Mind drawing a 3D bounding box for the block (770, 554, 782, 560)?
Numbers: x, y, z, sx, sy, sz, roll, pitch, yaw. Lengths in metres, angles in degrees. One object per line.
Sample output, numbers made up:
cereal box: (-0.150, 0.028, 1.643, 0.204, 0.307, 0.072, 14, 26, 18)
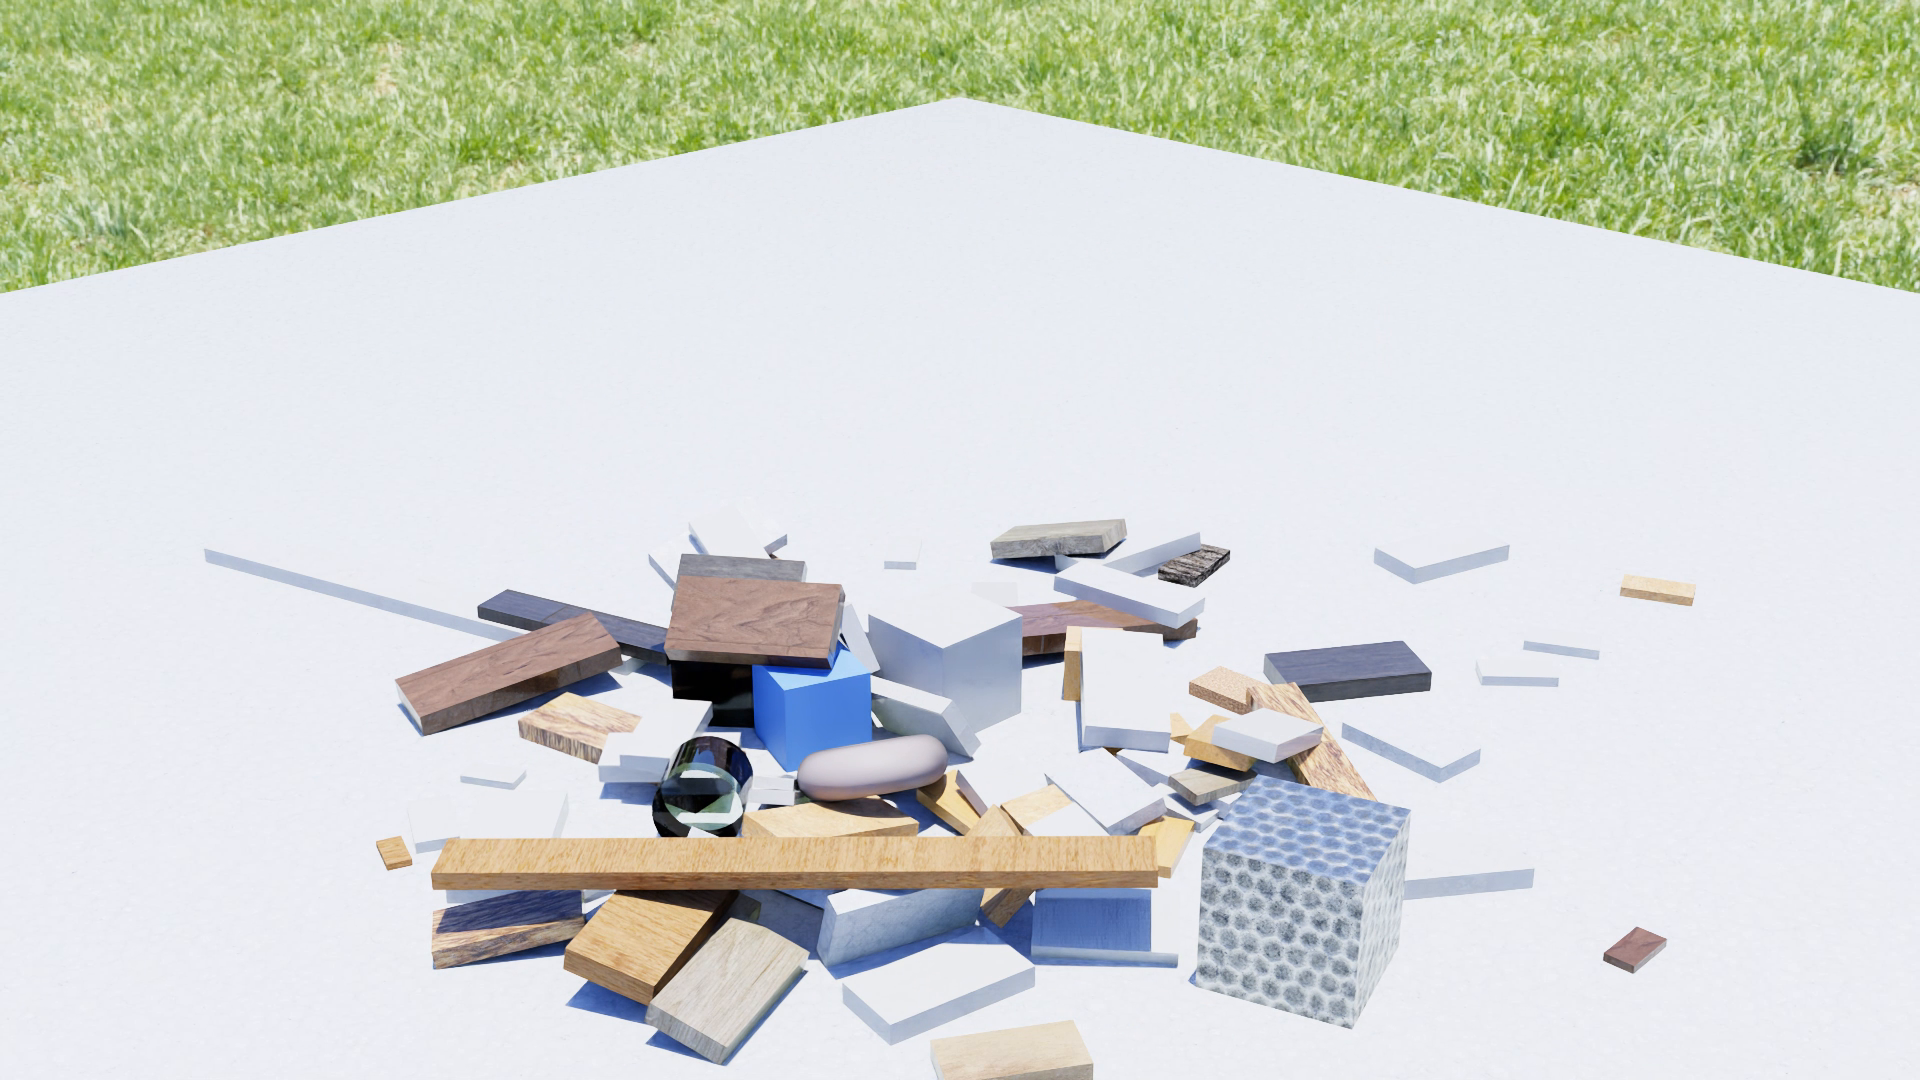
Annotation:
block: (-0.445, 0.162, 5.019, 0.040, 0.280, 0.140, -15, 27, -32)

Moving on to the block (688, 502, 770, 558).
block: (-0.498, 0.029, 4.874, 0.112, 0.032, 0.225, -24, 62, -22)

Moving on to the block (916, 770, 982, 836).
block: (0.019, 0.539, 4.404, 0.102, 0.029, 0.203, -24, 41, -37)

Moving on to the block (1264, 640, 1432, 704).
block: (0.878, 0.300, 4.992, 0.338, 0.048, 0.169, -5, 23, -11)

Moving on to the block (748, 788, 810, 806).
block: (-0.361, 0.514, 4.410, 0.092, 0.026, 0.184, 3, -5, 7)

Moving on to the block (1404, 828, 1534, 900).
block: (0.926, 0.624, 4.233, 0.310, 0.044, 0.155, -4, 23, -9)

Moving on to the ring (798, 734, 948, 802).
ring: (-0.176, 0.459, 4.430, 0.308, 0.103, 0.308, -9, -4, -1)

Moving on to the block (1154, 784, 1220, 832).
block: (0.443, 0.539, 4.438, 0.141, 0.020, 0.071, 23, 29, 30)

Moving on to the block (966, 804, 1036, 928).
block: (0.071, 0.611, 4.143, 0.037, 0.132, 0.265, 40, 4, -24)

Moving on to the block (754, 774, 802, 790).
block: (-0.360, 0.493, 4.479, 0.081, 0.023, 0.163, 4, -4, 10)

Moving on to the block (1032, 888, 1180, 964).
block: (0.266, 0.698, 4.000, 0.265, 0.037, 0.132, 2, 48, 5)

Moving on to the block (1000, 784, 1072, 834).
block: (0.206, 0.585, 4.245, 0.133, 0.038, 0.266, -16, 43, -33)

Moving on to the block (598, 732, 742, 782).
block: (-0.597, 0.448, 4.541, 0.276, 0.039, 0.138, 0, 24, 1)

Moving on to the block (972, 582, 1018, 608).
block: (0.083, 0.146, 5.329, 0.112, 0.032, 0.225, 0, 14, 1)

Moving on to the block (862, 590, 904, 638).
block: (-0.168, 0.196, 5.220, 0.112, 0.032, 0.225, 17, 24, 0)

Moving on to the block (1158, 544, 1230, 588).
block: (0.595, 0.062, 5.577, 0.103, 0.029, 0.206, 13, 26, 29)

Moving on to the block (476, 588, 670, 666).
block: (-0.878, 0.202, 5.144, 0.545, 0.032, 0.113, 12, 26, 26)

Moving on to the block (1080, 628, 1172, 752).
block: (0.350, 0.316, 4.700, 0.178, 0.050, 0.356, 5, 32, -1)

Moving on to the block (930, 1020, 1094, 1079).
block: (0.085, 0.868, 3.670, 0.249, 0.035, 0.125, -5, 24, -12)

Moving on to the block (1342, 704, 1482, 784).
block: (0.961, 0.433, 4.693, 0.133, 0.038, 0.266, -18, 29, -37)

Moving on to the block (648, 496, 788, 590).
block: (-0.541, 0.019, 4.926, 0.280, 0.040, 0.140, -31, 60, -25)

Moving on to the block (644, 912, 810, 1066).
block: (-0.401, 0.774, 3.820, 0.153, 0.043, 0.306, 27, 30, 13)

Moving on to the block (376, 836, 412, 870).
block: (-1.106, 0.612, 4.300, 0.049, 0.014, 0.099, -11, 25, -24)

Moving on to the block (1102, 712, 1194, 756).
block: (0.392, 0.420, 4.733, 0.206, 0.029, 0.103, -7, 24, -16)

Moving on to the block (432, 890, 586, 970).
block: (-0.822, 0.699, 4.014, 0.274, 0.039, 0.137, -12, 25, -7)

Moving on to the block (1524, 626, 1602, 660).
block: (1.415, 0.241, 5.161, 0.172, 0.024, 0.086, 7, 24, 17)

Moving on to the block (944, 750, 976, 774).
block: (-0.008, 0.494, 4.561, 0.102, 0.029, 0.203, -6, 24, -14)

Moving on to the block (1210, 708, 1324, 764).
block: (0.635, 0.401, 4.528, 0.138, 0.039, 0.276, 16, 11, 27)

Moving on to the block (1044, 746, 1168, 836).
block: (0.293, 0.510, 4.454, 0.133, 0.038, 0.266, -26, 28, -17)

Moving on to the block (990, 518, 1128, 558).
block: (0.252, -0.003, 5.603, 0.312, 0.044, 0.156, -4, 14, 28)

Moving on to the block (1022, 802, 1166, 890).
block: (0.253, 0.615, 4.146, 0.132, 0.037, 0.265, -21, 51, -37)

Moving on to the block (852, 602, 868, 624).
block: (-0.244, 0.201, 5.225, 0.078, 0.022, 0.157, 20, 24, 7)

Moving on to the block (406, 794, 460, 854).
block: (-1.052, 0.567, 4.394, 0.086, 0.024, 0.173, -7, 24, -17)

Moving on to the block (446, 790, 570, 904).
block: (-0.880, 0.596, 4.294, 0.172, 0.049, 0.345, 0, 23, 0)

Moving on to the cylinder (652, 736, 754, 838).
cylinder: (-0.505, 0.501, 4.331, 0.177, 0.177, 0.177, 1, 17, 2)

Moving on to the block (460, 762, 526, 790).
block: (-0.972, 0.492, 4.580, 0.122, 0.017, 0.061, 6, 24, 15)

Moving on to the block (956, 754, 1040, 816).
block: (0.115, 0.536, 4.355, 0.133, 0.038, 0.266, -12, 41, -29)
